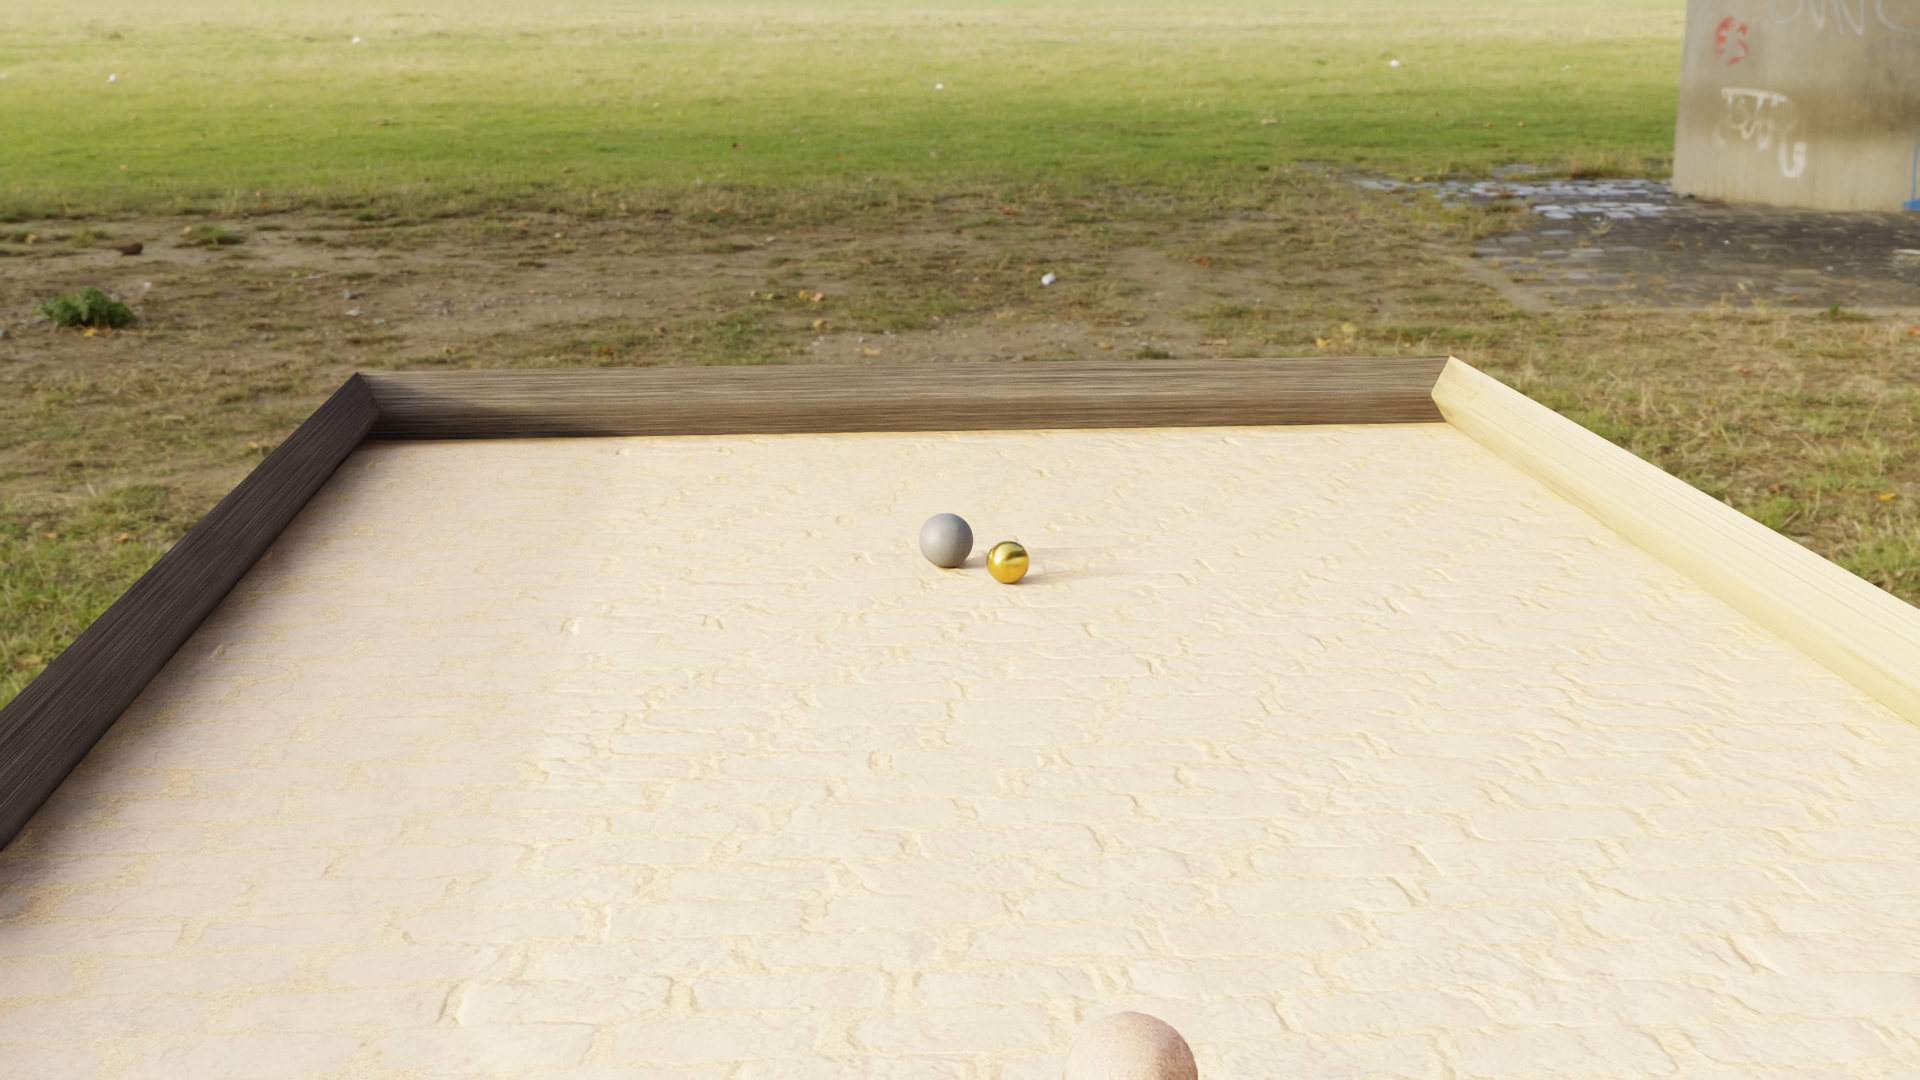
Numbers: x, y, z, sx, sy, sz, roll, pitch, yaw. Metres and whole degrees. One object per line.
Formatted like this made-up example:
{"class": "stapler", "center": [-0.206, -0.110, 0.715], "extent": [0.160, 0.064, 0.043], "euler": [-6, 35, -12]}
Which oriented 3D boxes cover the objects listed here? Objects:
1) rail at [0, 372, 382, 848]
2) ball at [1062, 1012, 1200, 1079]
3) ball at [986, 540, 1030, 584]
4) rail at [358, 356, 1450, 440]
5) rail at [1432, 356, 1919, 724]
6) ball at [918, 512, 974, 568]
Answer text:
{"class": "rail", "center": [-0.823, 0.208, 1.947], "extent": [0.045, 0.116, 3.523], "euler": [-1, 14, -5]}
{"class": "ball", "center": [0.111, 0.353, 1.434], "extent": [0.089, 0.089, 0.089], "euler": [0, 14, 0]}
{"class": "ball", "center": [0.061, 0.028, 2.787], "extent": [0.055, 0.055, 0.055], "euler": [0, 14, 0]}
{"class": "rail", "center": [-0.074, -0.236, 3.701], "extent": [1.851, 0.116, 0.045], "euler": [-1, 14, -5]}
{"class": "rail", "center": [0.974, 0.170, 2.097], "extent": [0.045, 0.116, 3.523], "euler": [-1, 14, -5]}
{"class": "ball", "center": [-0.018, 0.000, 2.863], "extent": [0.071, 0.071, 0.071], "euler": [0, 14, 0]}
